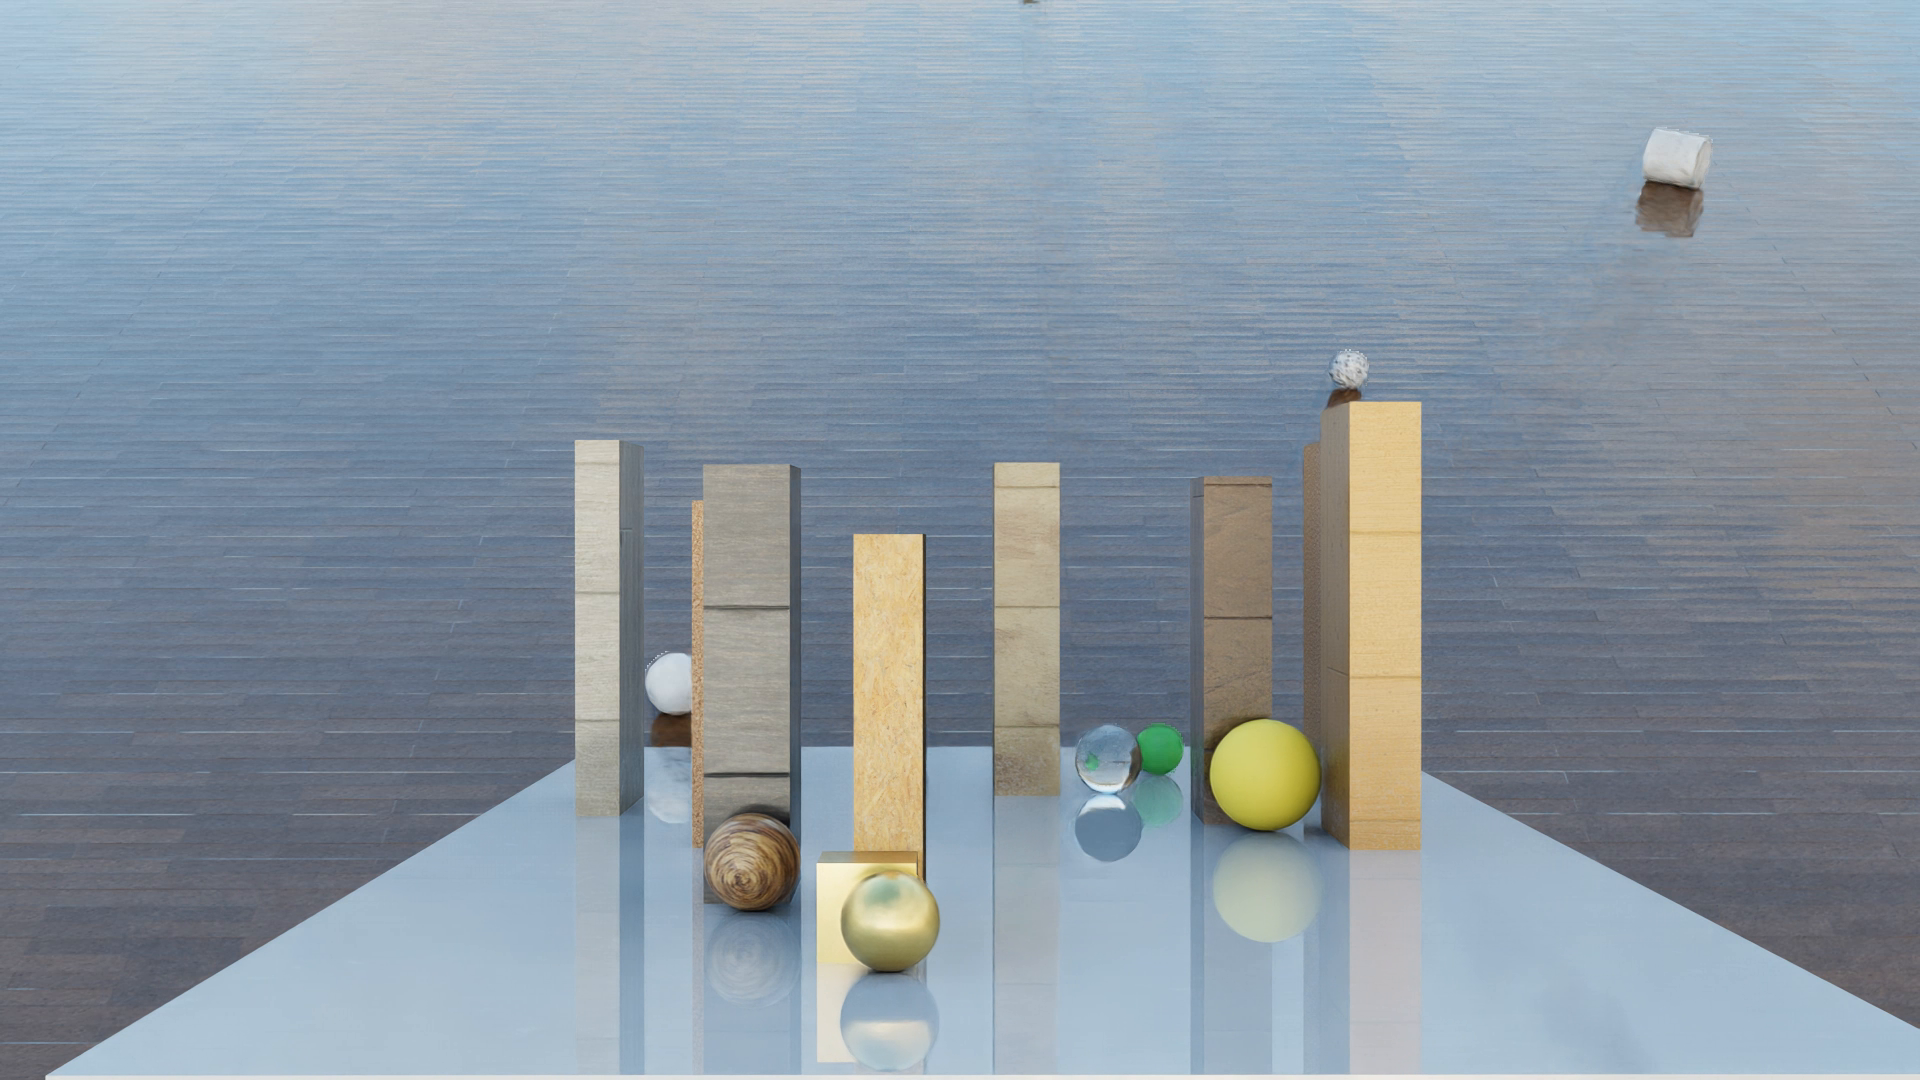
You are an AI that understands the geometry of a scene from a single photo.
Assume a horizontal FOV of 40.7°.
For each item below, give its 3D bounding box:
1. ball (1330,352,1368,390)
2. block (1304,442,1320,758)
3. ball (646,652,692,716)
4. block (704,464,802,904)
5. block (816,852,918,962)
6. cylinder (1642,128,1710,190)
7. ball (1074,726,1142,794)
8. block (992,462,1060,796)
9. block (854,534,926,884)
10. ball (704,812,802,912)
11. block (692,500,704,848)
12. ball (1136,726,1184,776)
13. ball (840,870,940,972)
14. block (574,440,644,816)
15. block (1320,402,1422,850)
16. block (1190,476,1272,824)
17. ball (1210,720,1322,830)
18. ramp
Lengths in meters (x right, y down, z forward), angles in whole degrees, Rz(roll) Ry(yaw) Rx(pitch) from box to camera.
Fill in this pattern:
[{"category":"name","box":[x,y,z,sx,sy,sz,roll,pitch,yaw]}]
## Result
[{"category":"ball","box":[1.298,-0.563,8.634,0.127,0.127,0.127,0,29,0]},{"category":"block","box":[0.820,0.162,5.639,0.099,0.744,0.326,0,0,0]},{"category":"ball","box":[-0.756,0.385,6.906,0.167,0.167,0.167,0,29,0]},{"category":"block","box":[-0.318,0.214,3.985,0.129,0.654,0.272,0,0,0]},{"category":"block","box":[-0.120,0.479,3.386,0.128,0.128,0.128,0,0,0]},{"category":"cylinder","box":[2.836,-1.507,10.231,0.204,0.204,0.204,17,34,28]},{"category":"ball","box":[0.313,0.463,5.459,0.144,0.144,0.144,0,29,0]},{"category":"block","box":[0.140,0.186,5.599,0.135,0.696,0.386,0,0,0]},{"category":"block","box":[-0.096,0.267,3.652,0.092,0.550,0.406,0,0,0]},{"category":"ball","box":[-0.304,0.470,3.779,0.143,0.143,0.143,0,29,0]},{"category":"block","box":[-0.413,0.234,4.664,0.111,0.608,0.284,0,0,0]},{"category":"ball","box":[0.450,0.477,5.864,0.112,0.112,0.112,0,29,0]},{"category":"ball","box":[-0.088,0.480,3.259,0.127,0.127,0.127,0,29,0]},{"category":"block","box":[-0.705,0.171,5.223,0.086,0.731,0.396,0,0,0]},{"category":"block","box":[0.738,0.149,4.669,0.124,0.778,0.359,0,0,0]},{"category":"block","box":[0.525,0.208,5.023,0.129,0.657,0.281,0,0,0]},{"category":"ball","box":[0.565,0.434,4.781,0.206,0.206,0.206,0,29,0]},{"category":"ramp","box":[0.066,0.588,4.639,2.000,0.100,4.000,0,0,0]}]
